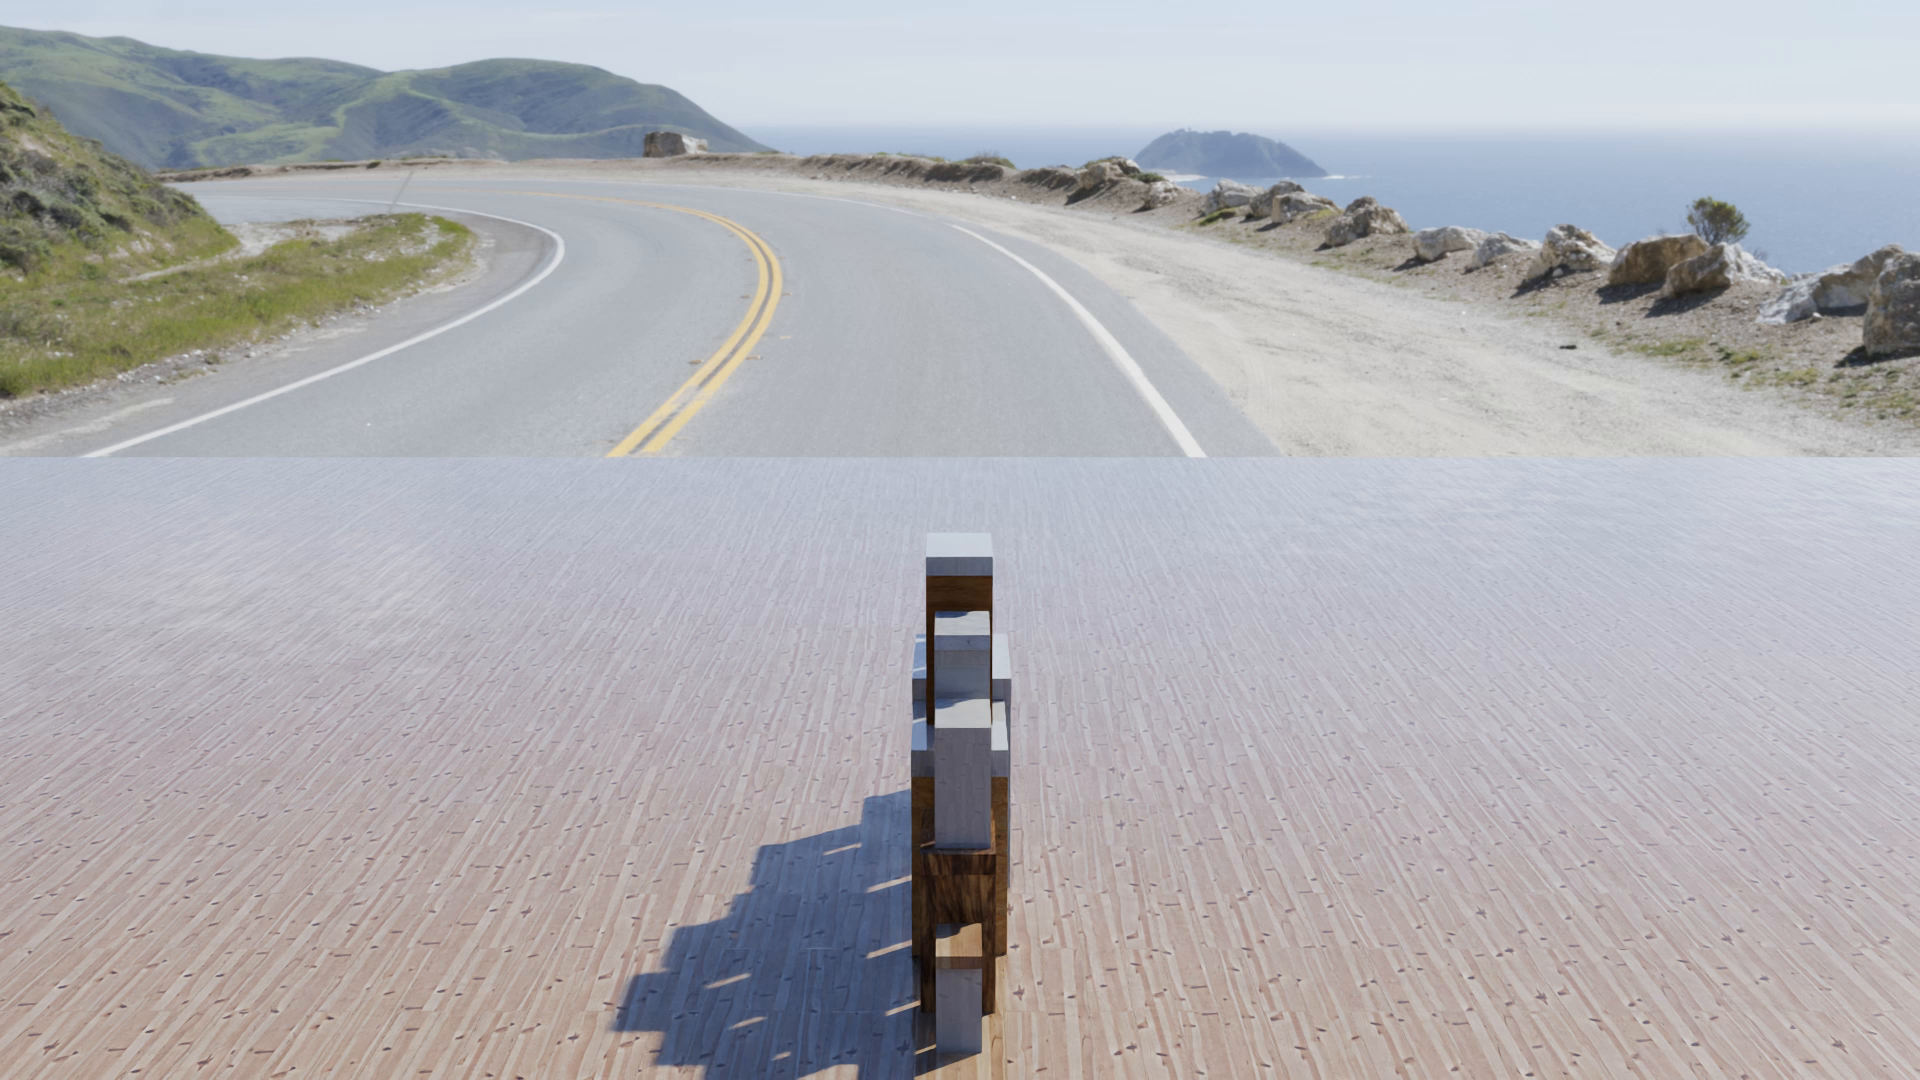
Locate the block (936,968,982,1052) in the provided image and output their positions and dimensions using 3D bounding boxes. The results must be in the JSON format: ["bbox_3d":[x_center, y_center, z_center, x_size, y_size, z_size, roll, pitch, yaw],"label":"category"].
[{"bbox_3d":[-0.001,0.644,3.033,0.063,0.127,0.018,0,11,0],"label":"block"}]

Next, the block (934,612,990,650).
[{"bbox_3d":[0.003,0.136,3.313,0.082,0.023,0.165,0,11,0],"label":"block"}]

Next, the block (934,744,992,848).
[{"bbox_3d":[0.004,0.359,3.131,0.080,0.159,0.023,0,11,0],"label":"block"}]

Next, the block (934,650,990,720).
[{"bbox_3d":[0.003,0.282,3.284,0.082,0.254,0.023,0,11,0],"label":"block"}]

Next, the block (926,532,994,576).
[{"bbox_3d":[-0.001,0.021,3.485,0.104,0.029,0.207,0,11,0],"label":"block"}]

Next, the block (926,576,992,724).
[{"bbox_3d":[-0.001,0.168,3.443,0.103,0.243,0.029,0,11,0],"label":"block"}]

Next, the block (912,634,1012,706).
[{"bbox_3d":[0.003,0.219,3.759,0.162,0.046,0.325,0,11,0],"label":"block"}]

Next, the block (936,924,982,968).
[{"bbox_3d":[-0.001,0.565,3.061,0.063,0.018,0.127,0,11,0],"label":"block"}]

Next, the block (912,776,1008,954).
[{"bbox_3d":[-0.001,0.492,3.391,0.147,0.293,0.042,0,11,0],"label":"block"}]

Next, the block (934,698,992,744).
[{"bbox_3d":[0.004,0.260,3.166,0.080,0.023,0.159,0,11,0],"label":"block"}]

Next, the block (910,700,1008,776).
[{"bbox_3d":[-0.001,0.310,3.456,0.147,0.042,0.293,0,11,0],"label":"block"}]

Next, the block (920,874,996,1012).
[{"bbox_3d":[-0.003,0.573,3.169,0.108,0.215,0.030,0,11,0],"label":"block"}]

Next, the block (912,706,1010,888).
[{"bbox_3d":[0.003,0.421,3.687,0.162,0.325,0.046,0,11,0],"label":"block"}]

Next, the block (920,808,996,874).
[{"bbox_3d":[-0.003,0.440,3.217,0.108,0.030,0.215,0,11,0],"label":"block"}]
